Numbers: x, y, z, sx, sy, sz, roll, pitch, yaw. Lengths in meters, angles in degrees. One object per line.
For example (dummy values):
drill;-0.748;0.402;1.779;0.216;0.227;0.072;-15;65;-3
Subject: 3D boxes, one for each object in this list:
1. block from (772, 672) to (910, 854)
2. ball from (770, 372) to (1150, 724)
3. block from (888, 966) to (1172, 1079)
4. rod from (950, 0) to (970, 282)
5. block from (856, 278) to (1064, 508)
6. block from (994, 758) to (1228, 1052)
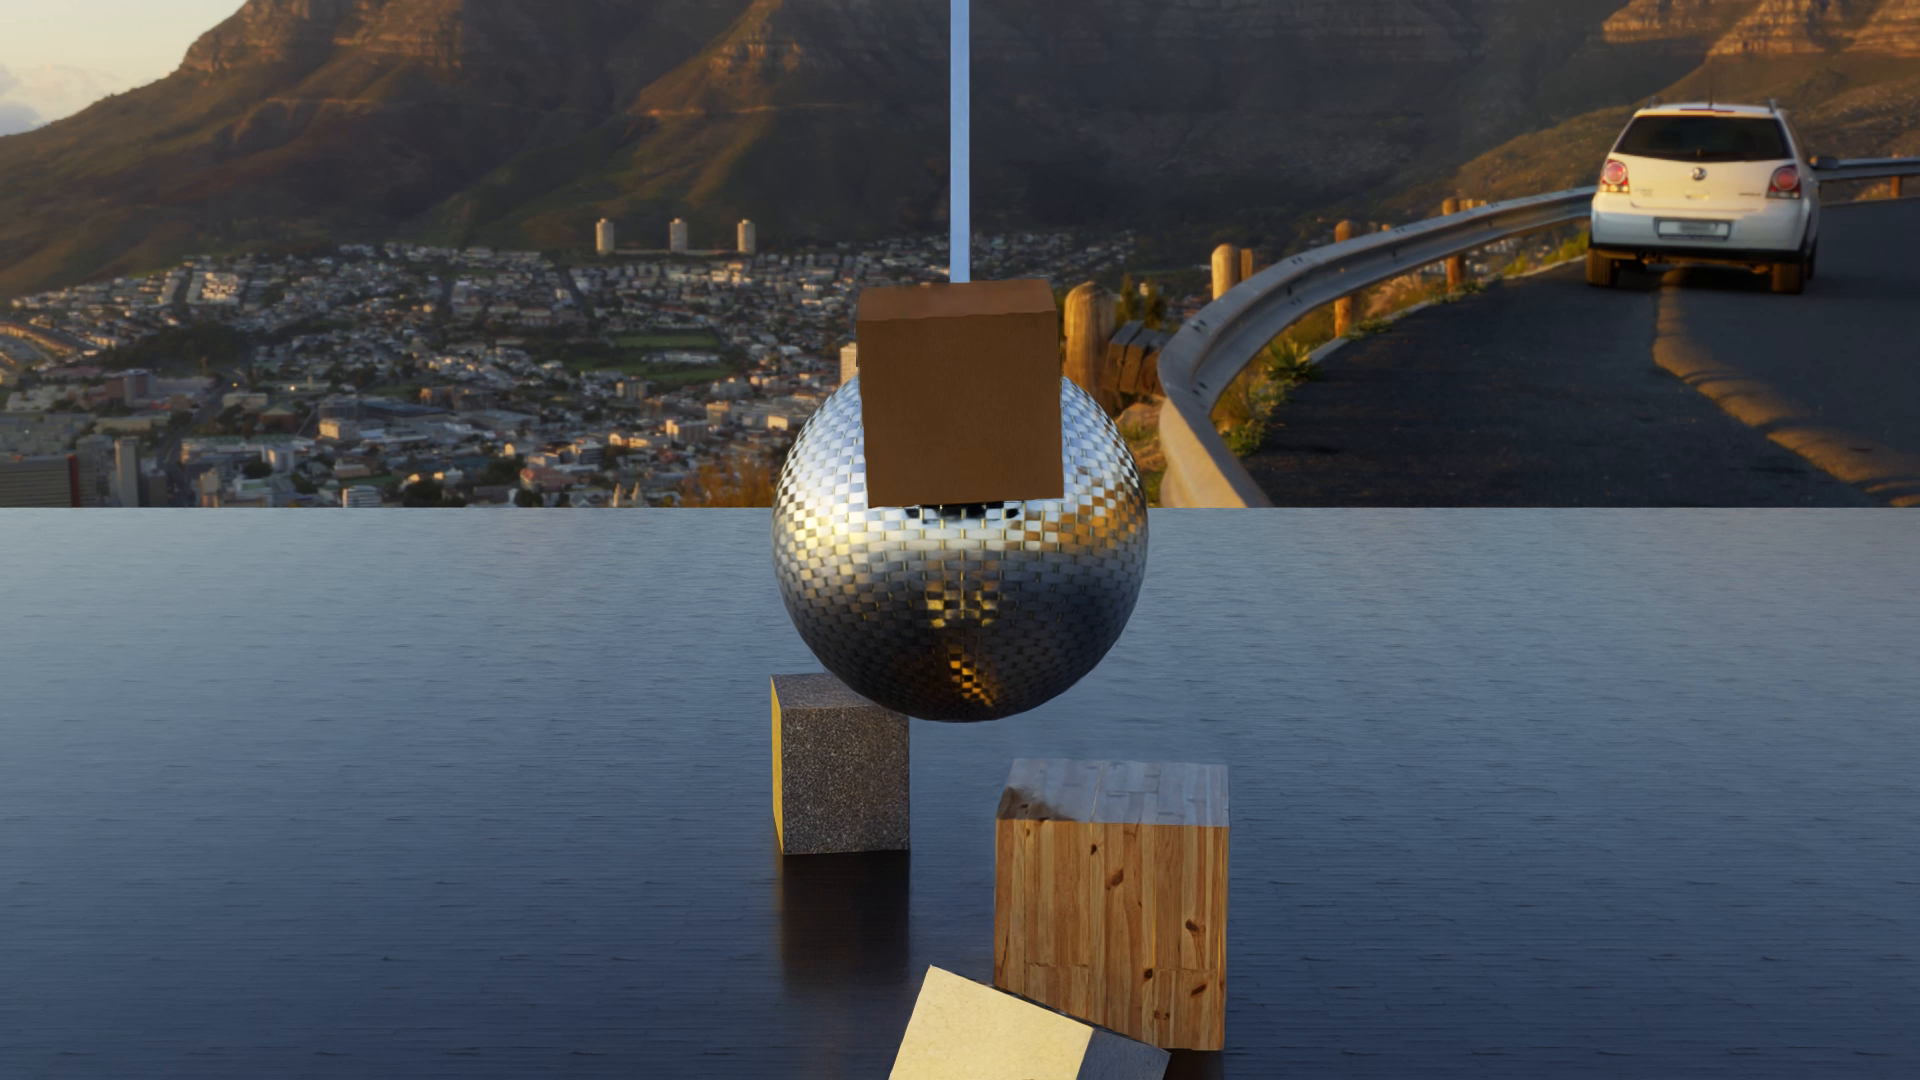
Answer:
block;-0.621;1.128;11.278;0.637;0.746;0.726;-2;10;-8
ball;0.000;-0.026;9.291;1.600;1.600;1.600;0;10;0
block;0.201;1.796;7.111;0.616;0.579;0.629;14;-11;32
rod;0.000;-3.395;9.746;0.080;5.200;0.080;0;-8;0
block;0.002;-0.552;8.091;0.705;0.683;0.618;-3;18;0
block;0.632;1.462;8.977;0.900;0.911;0.861;1;10;6
